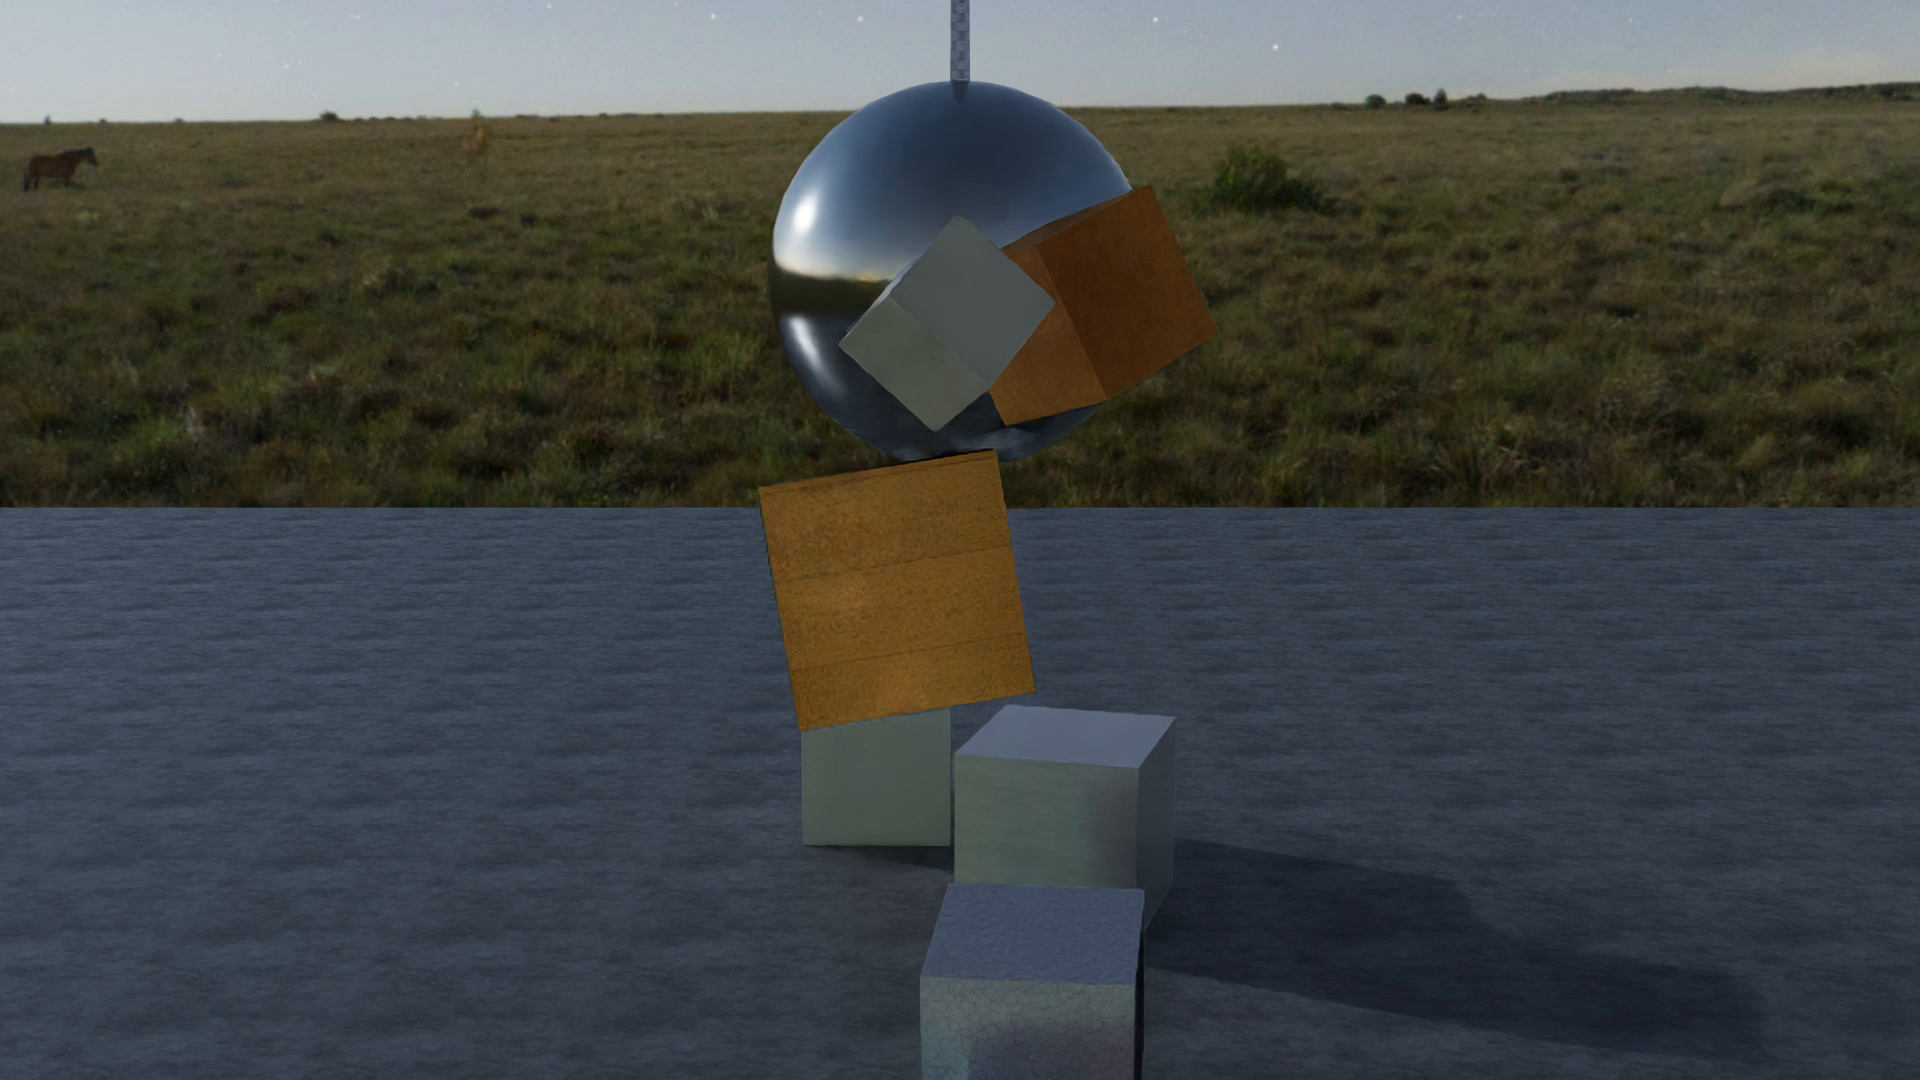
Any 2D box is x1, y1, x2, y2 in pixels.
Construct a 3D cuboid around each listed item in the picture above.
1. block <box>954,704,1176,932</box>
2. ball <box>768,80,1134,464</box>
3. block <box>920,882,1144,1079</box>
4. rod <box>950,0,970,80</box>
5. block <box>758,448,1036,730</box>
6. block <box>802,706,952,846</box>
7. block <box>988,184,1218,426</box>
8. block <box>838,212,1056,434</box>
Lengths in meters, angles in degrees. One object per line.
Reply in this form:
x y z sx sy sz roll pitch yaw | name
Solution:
0.498 1.295 10.147 0.831 0.821 0.902 3 11 16 | block
0.000 -1.096 9.151 1.600 1.600 1.600 0 10 0 | ball
0.276 1.728 7.851 0.726 0.724 0.770 1 16 7 | block
0.000 -4.469 9.575 0.080 5.200 0.080 0 -7 0 | rod
-0.176 0.126 6.467 0.672 0.690 0.634 -9 3 0 | block
-0.420 1.058 11.387 0.745 0.844 0.760 0 10 0 | block
0.420 -0.838 7.926 0.570 0.584 0.635 -32 12 -31 | block
-0.042 -0.684 6.960 0.416 0.420 0.394 -53 9 -31 | block
